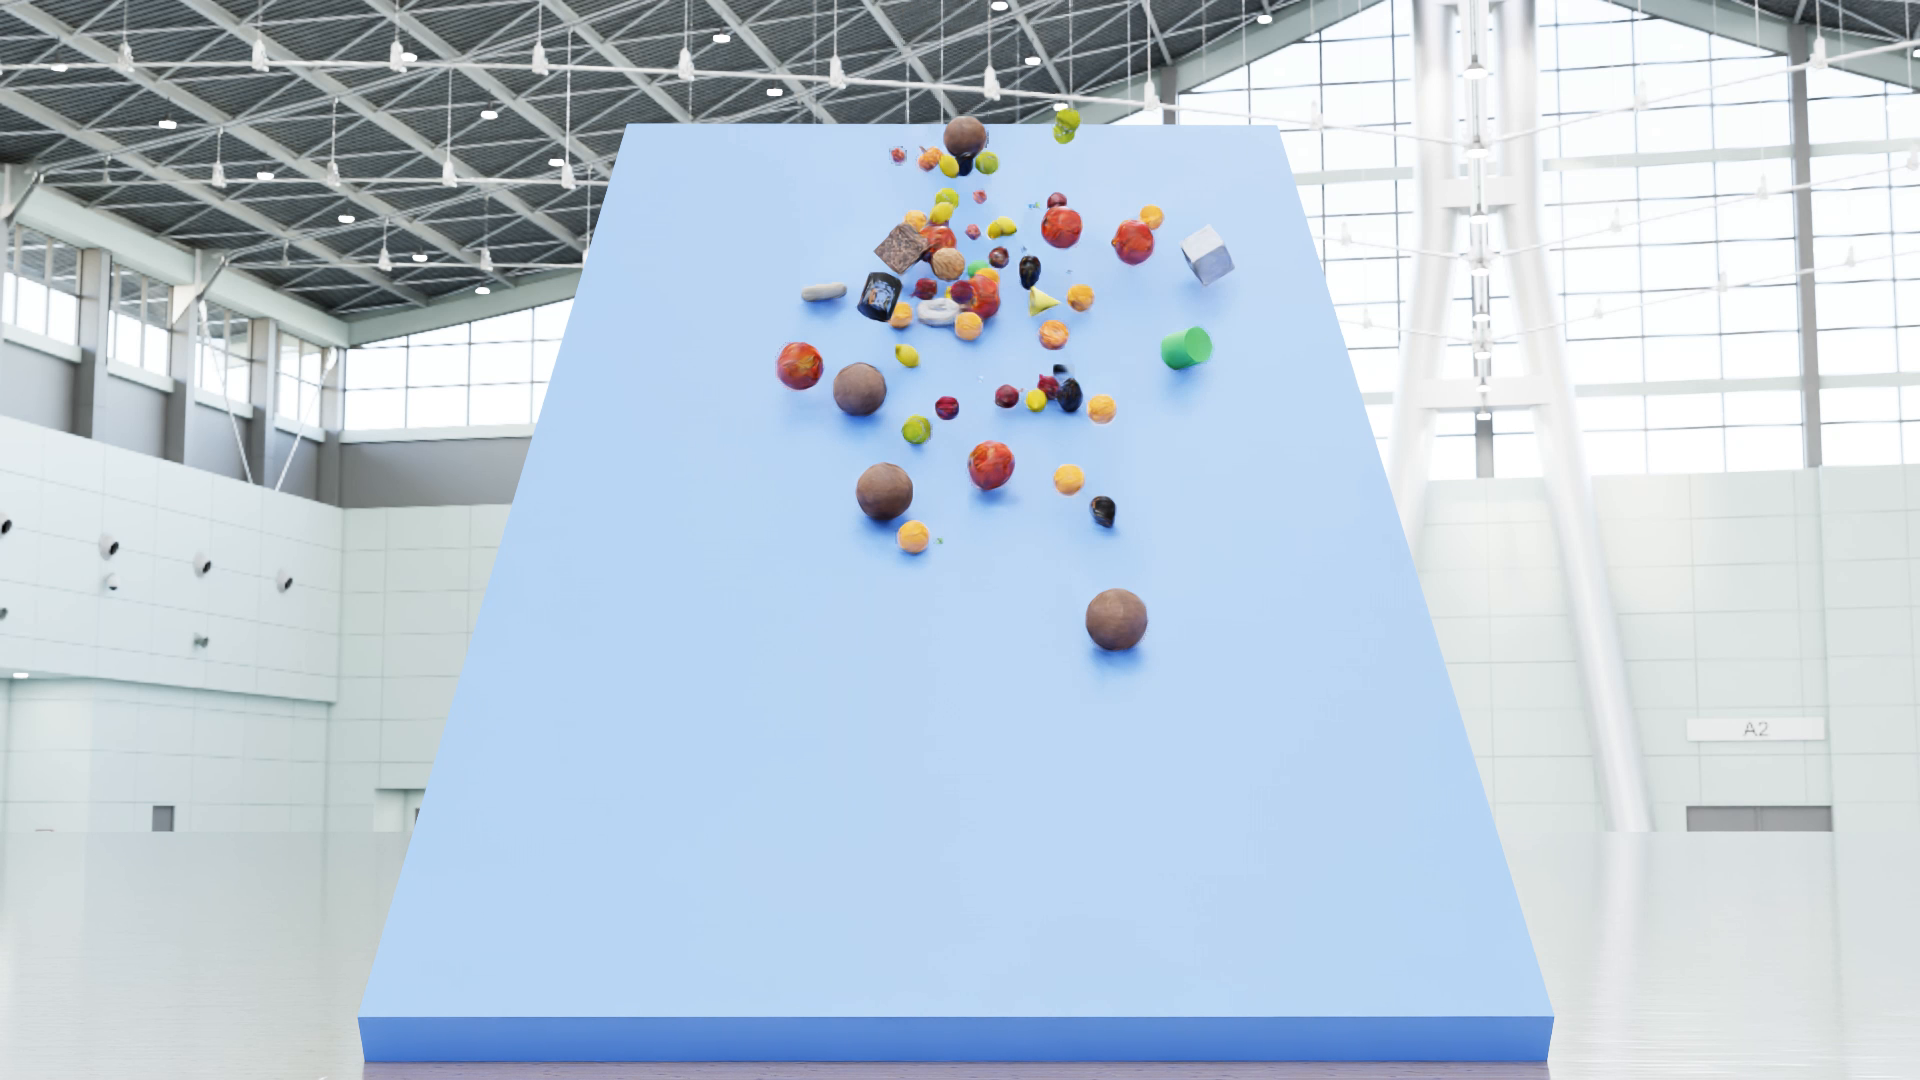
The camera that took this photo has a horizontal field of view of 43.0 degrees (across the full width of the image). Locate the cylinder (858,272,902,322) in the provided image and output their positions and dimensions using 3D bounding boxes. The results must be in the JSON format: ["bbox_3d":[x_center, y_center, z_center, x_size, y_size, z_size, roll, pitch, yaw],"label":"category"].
[{"bbox_3d":[-0.197,-0.599,5.983,0.090,0.090,0.090,16,-19,6],"label":"cylinder"}]

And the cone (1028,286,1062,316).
[{"bbox_3d":[0.225,-0.616,6.310,0.080,0.080,0.080,2,-7,-9],"label":"cone"}]

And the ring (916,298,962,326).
[{"bbox_3d":[-0.056,-0.592,6.315,0.121,0.040,0.121,0,32,0],"label":"ring"}]

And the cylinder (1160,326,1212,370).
[{"bbox_3d":[0.561,-0.475,6.029,0.091,0.091,0.091,5,-11,-36],"label":"cylinder"}]

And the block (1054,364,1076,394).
[{"bbox_3d":[0.256,-0.396,5.980,0.053,0.053,0.053,1,31,1],"label":"block"}]

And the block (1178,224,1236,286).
[{"bbox_3d":[0.654,-0.753,6.446,0.096,0.096,0.096,-31,-46,3],"label":"block"}]

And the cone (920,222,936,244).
[{"bbox_3d":[-0.106,-0.841,6.732,0.059,0.059,0.059,-12,-12,36],"label":"cone"}]

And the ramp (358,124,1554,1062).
[{"bbox_3d":[-0.014,-0.198,5.801,2.000,0.100,4.000,0,31,0],"label":"ramp"}]

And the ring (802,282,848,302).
[{"bbox_3d":[-0.356,-0.649,6.373,0.122,0.041,0.122,-7,6,1],"label":"ring"}]

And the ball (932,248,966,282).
[{"bbox_3d":[-0.032,-0.730,6.444,0.090,0.090,0.090,0,-7,0],"label":"ball"}]

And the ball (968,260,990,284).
[{"bbox_3d":[0.051,-0.717,6.500,0.063,0.063,0.063,0,-7,0],"label":"ball"}]

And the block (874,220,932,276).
[{"bbox_3d":[-0.150,-0.773,6.457,0.098,0.098,0.098,-46,1,19],"label":"block"}]
